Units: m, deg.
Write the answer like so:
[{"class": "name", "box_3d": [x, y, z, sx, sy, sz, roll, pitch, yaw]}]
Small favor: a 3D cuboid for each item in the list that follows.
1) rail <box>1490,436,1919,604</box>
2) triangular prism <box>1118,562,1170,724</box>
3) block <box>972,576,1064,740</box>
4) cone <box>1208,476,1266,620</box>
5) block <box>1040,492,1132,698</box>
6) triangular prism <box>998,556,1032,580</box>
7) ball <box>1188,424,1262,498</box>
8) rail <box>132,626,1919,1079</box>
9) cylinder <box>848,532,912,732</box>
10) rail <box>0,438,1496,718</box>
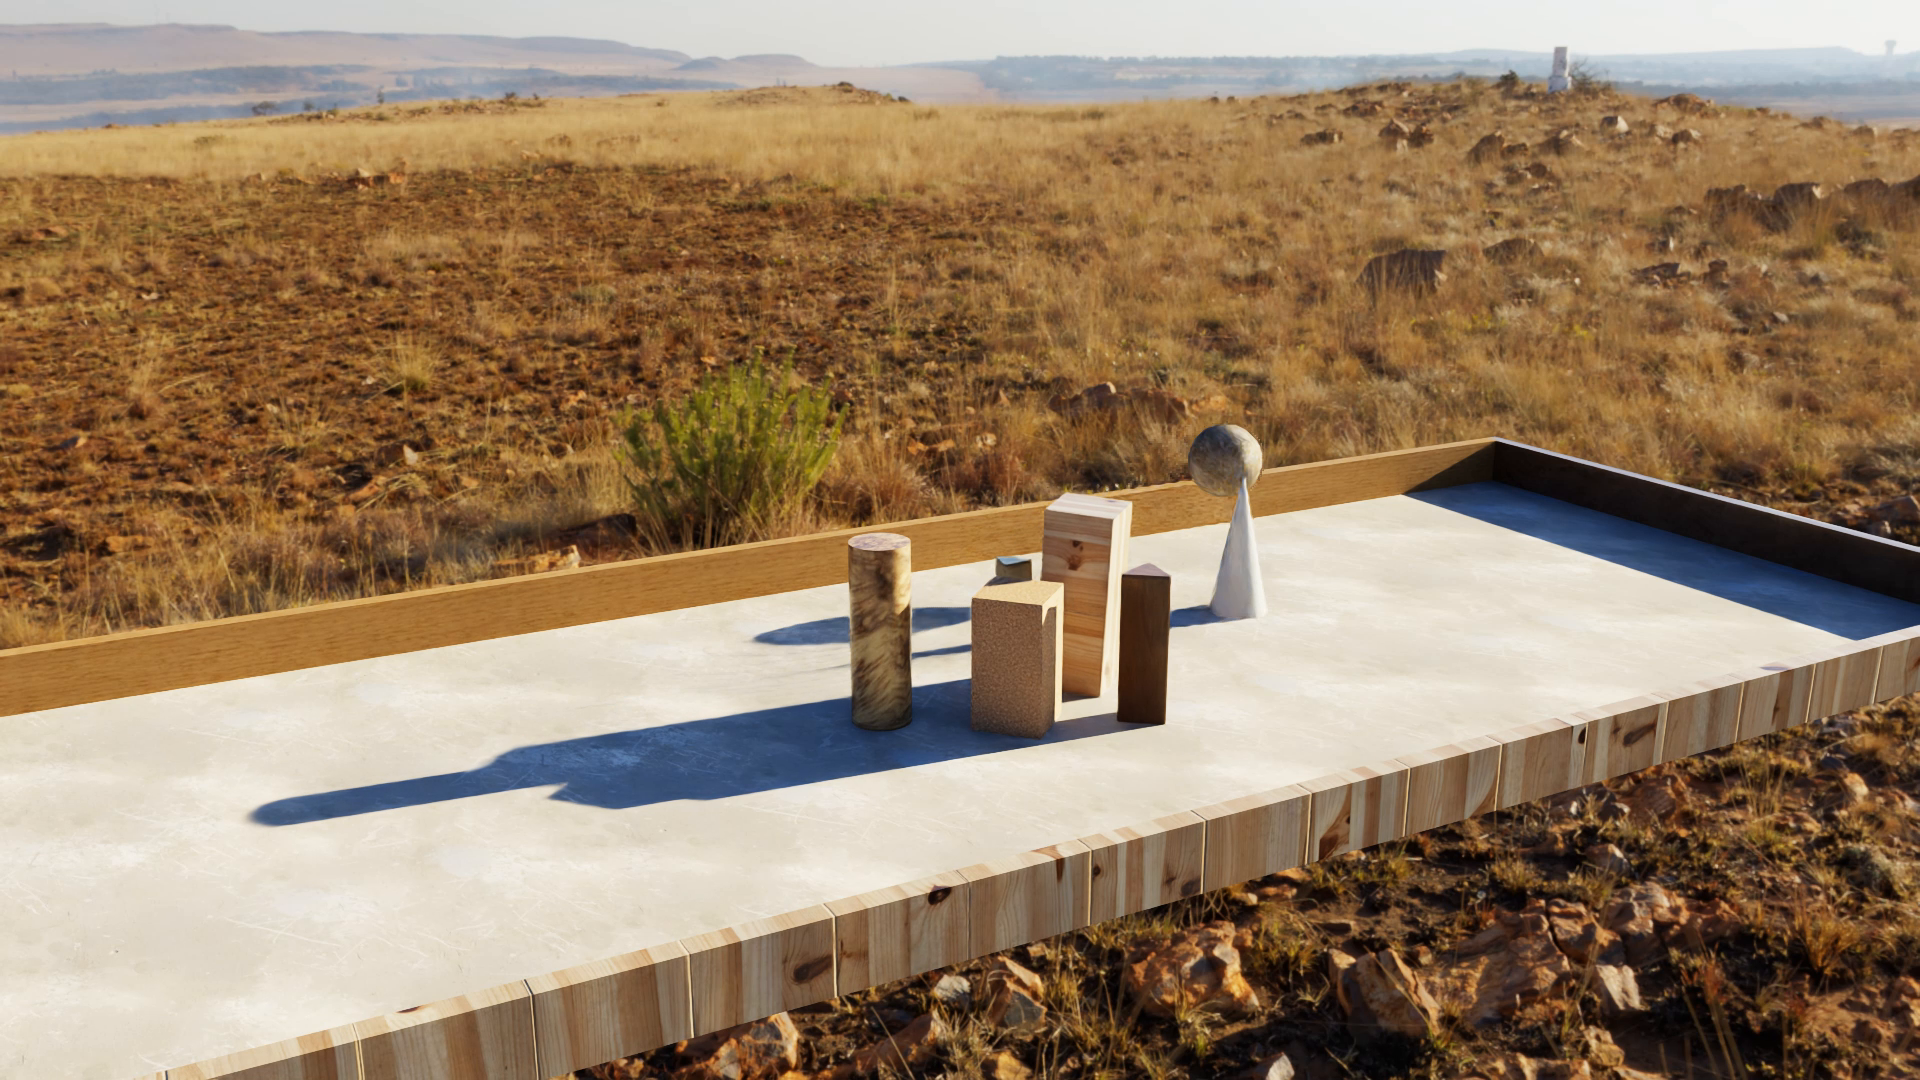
[{"class": "rail", "box_3d": [2.466, -0.048, 5.253, 0.050, 0.150, 2.100, -9, 18, -27]}, {"class": "triangular prism", "box_3d": [0.436, 0.242, 3.882, 0.112, 0.366, 0.097, 3, 17, 10]}, {"class": "block", "box_3d": [0.134, 0.272, 3.849, 0.170, 0.326, 0.170, 6, 17, 19]}, {"class": "cone", "box_3d": [0.786, 0.007, 4.621, 0.164, 0.401, 0.164, 0, 16, 0]}, {"class": "block", "box_3d": [0.304, 0.133, 4.079, 0.171, 0.456, 0.171, 9, 18, 19]}, {"class": "triangular prism", "box_3d": [0.118, 0.205, 4.079, 0.089, 0.323, 0.078, -11, 16, -40]}, {"class": "ball", "box_3d": [0.780, -0.234, 4.850, 0.217, 0.217, 0.217, 0, 16, 0]}, {"class": "rail", "box_3d": [-2.336, 1.006, 1.665, 12.000, 0.150, 0.050, -9, 18, -27]}, {"class": "cylinder", "box_3d": [-0.185, 0.214, 3.845, 0.144, 0.440, 0.144, 0, 16, 0]}, {"class": "rail", "box_3d": [-3.305, 0.497, 3.399, 12.000, 0.150, 0.050, -9, 18, -27]}]
